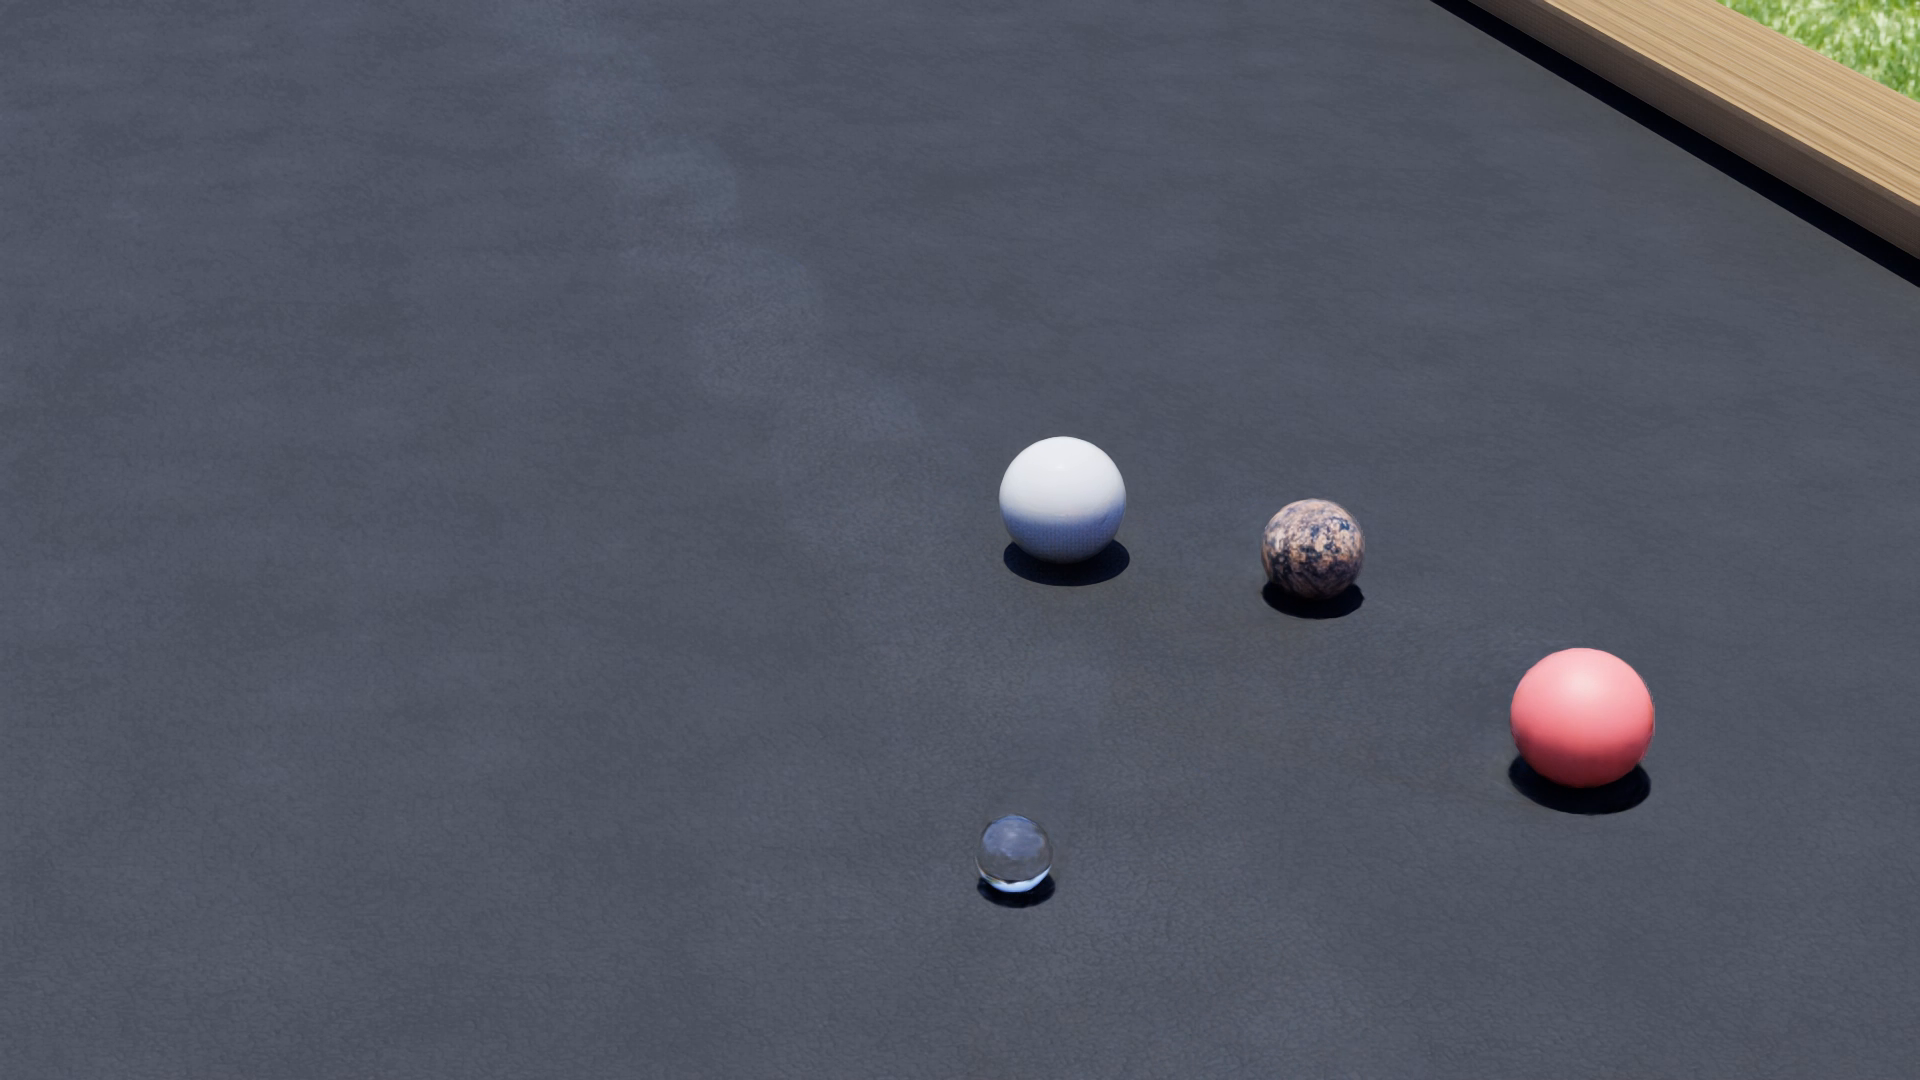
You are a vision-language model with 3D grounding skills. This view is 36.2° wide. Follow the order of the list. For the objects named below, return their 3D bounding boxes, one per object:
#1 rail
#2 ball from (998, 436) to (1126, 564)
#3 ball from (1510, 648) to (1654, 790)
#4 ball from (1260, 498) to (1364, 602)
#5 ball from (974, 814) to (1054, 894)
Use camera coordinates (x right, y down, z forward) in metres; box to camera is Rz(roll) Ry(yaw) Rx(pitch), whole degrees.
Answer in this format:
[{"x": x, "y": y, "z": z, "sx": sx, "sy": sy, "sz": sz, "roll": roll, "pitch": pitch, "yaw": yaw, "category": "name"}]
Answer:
[{"x": 0.622, "y": -0.514, "z": 2.896, "sx": 0.045, "sy": 0.126, "sz": 3.294, "roll": -9, "pitch": 28, "yaw": -17, "category": "rail"}, {"x": 0.069, "y": -0.026, "z": 1.973, "sx": 0.086, "sy": 0.086, "sz": 0.086, "roll": 0, "pitch": 27, "yaw": 0, "category": "ball"}, {"x": 0.363, "y": 0.104, "z": 1.717, "sx": 0.082, "sy": 0.082, "sz": 0.082, "roll": 0, "pitch": 27, "yaw": 0, "category": "ball"}, {"x": 0.231, "y": 0.007, "z": 1.928, "sx": 0.067, "sy": 0.067, "sz": 0.067, "roll": 0, "pitch": 27, "yaw": 0, "category": "ball"}, {"x": 0.030, "y": 0.173, "z": 1.623, "sx": 0.043, "sy": 0.043, "sz": 0.043, "roll": 0, "pitch": 27, "yaw": 0, "category": "ball"}]
